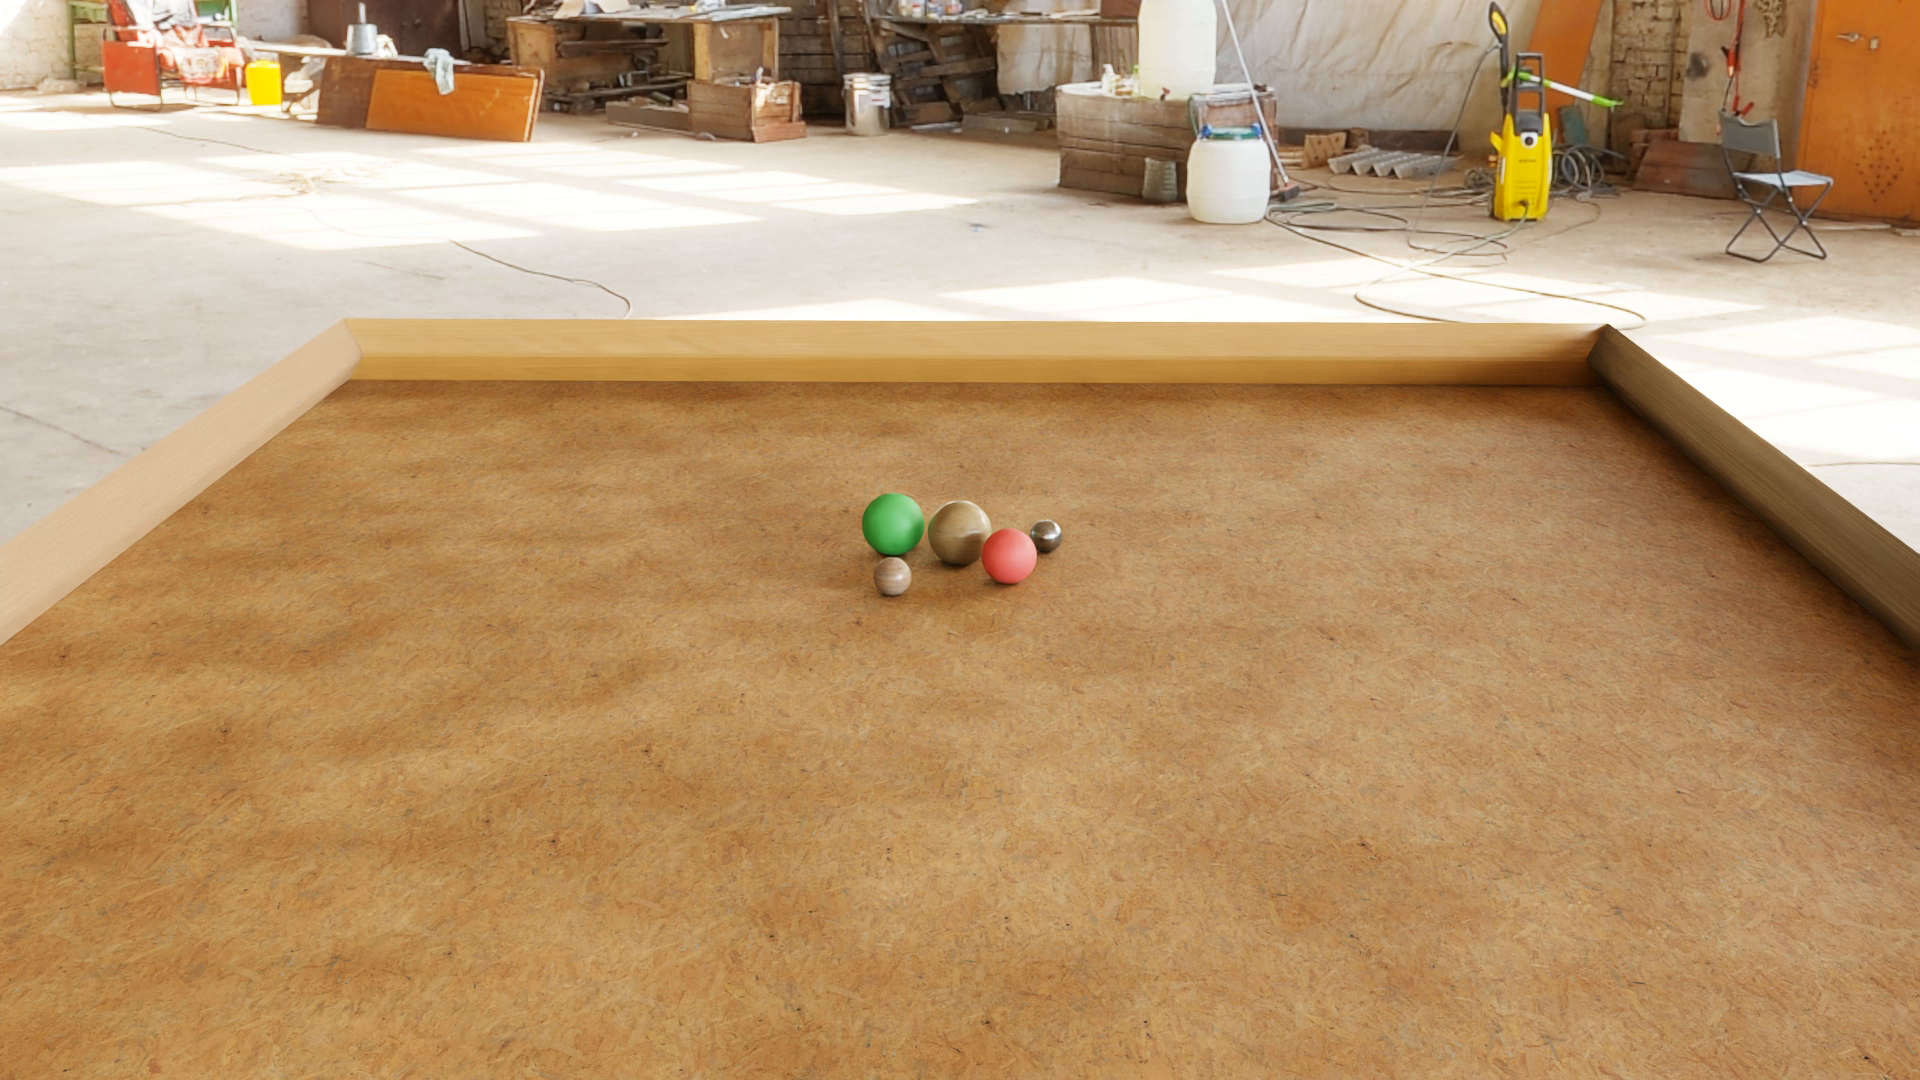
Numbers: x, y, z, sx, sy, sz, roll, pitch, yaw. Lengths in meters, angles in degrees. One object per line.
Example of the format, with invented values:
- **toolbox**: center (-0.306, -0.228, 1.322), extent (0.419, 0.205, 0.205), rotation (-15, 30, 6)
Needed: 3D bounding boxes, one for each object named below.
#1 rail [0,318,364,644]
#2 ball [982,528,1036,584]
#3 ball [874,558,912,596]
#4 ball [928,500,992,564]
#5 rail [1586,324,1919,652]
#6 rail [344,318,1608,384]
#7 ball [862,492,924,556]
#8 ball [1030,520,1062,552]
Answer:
- **rail**: center (-1.096, 0.278, 1.820), extent (0.045, 0.108, 4.242), rotation (0, 17, 1)
- **ball**: center (0.061, 0.020, 2.744), extent (0.069, 0.069, 0.069), rotation (0, 17, 0)
- **ball**: center (-0.083, 0.045, 2.700), extent (0.047, 0.047, 0.047), rotation (0, 17, 0)
- **ball**: center (0.000, -0.010, 2.819), extent (0.083, 0.083, 0.083), rotation (0, 17, 0)
- **rail**: center (1.054, 0.290, 1.779), extent (0.045, 0.108, 4.242), rotation (0, 17, 1)
- **rail**: center (0.021, -0.322, 3.807), extent (2.198, 0.108, 0.045), rotation (0, 17, 1)
- **ball**: center (-0.087, -0.020, 2.857), extent (0.082, 0.082, 0.082), rotation (0, 17, 0)
- **ball**: center (0.112, -0.005, 2.874), extent (0.043, 0.043, 0.043), rotation (0, 17, 0)
